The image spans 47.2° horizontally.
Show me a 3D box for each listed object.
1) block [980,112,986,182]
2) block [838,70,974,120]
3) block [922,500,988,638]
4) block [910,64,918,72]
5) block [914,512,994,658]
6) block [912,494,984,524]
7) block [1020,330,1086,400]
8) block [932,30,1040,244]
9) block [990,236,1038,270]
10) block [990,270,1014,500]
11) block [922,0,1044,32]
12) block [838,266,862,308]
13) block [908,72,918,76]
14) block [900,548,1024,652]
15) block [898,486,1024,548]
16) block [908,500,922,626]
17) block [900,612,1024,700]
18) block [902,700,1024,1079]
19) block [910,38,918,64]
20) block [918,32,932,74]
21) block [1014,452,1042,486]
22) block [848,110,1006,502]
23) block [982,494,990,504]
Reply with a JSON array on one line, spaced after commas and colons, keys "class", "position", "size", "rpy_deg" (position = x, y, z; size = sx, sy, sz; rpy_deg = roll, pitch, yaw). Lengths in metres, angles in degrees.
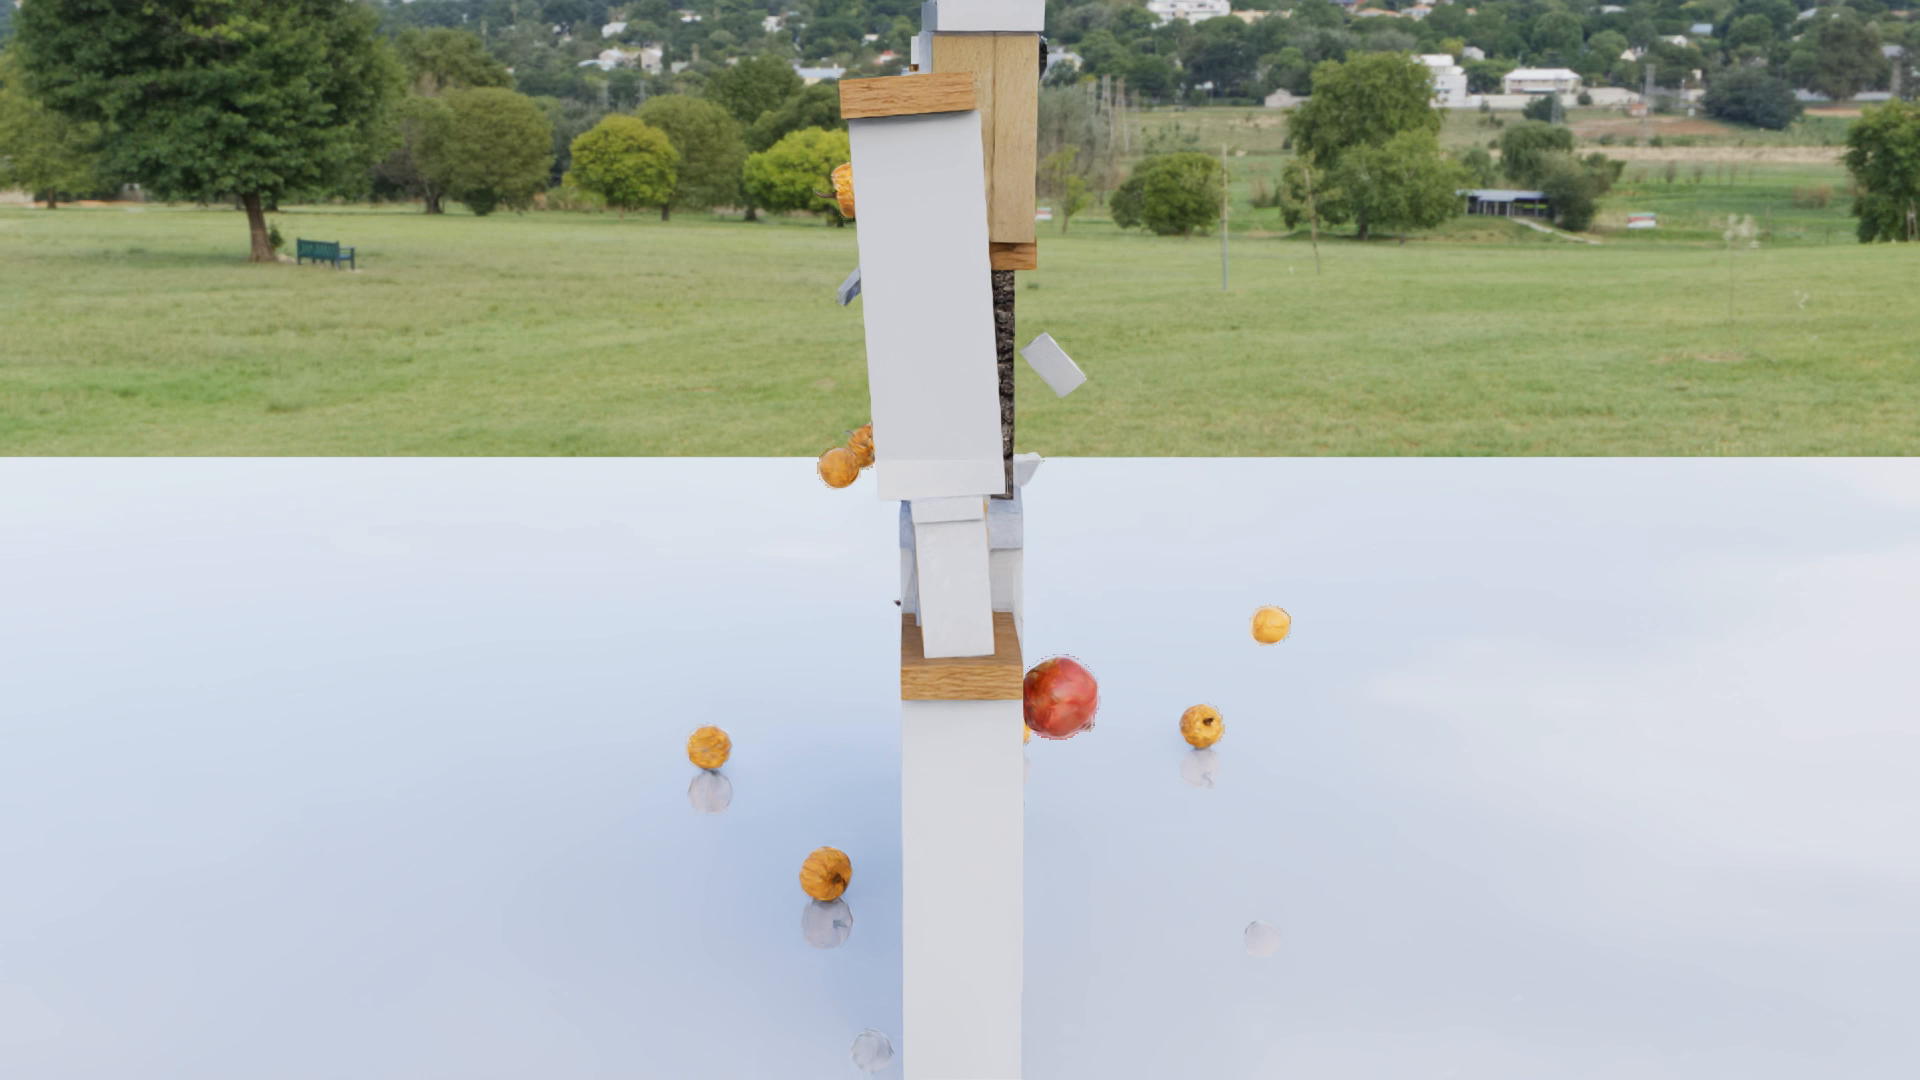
[{"class": "block", "position": [-0.045, -0.414, 3.002], "size": [0.163, 0.327, 0.046], "rpy_deg": [-4, 11, -5]}, {"class": "block", "position": [-0.066, -0.574, 2.844], "size": [0.163, 0.046, 0.327], "rpy_deg": [-4, 11, 0]}, {"class": "block", "position": [-0.007, 0.039, 2.962], "size": [0.091, 0.182, 0.026], "rpy_deg": [-1, 11, -1]}, {"class": "block", "position": [-0.008, -0.682, 3.926], "size": [0.162, 0.324, 0.046], "rpy_deg": [0, 11, -1]}, {"class": "block", "position": [-0.007, 0.059, 2.840], "size": [0.091, 0.182, 0.026], "rpy_deg": [-4, 11, 2]}, {"class": "block", "position": [-0.016, -0.054, 2.881], "size": [0.091, 0.026, 0.182], "rpy_deg": [-4, 11, 0]}, {"class": "block", "position": [0.151, -0.283, 3.564], "size": [0.053, 0.106, 0.015], "rpy_deg": [-37, 26, 15]}, {"class": "block", "position": [0.033, -0.558, 3.055], "size": [0.144, 0.288, 0.041], "rpy_deg": [-1, 23, -3]}, {"class": "block", "position": [0.016, -0.440, 3.290], "size": [0.167, 0.047, 0.334], "rpy_deg": [-1, 11, -4]}, {"class": "block", "position": [-0.005, -0.227, 3.202], "size": [0.167, 0.334, 0.047], "rpy_deg": [0, 11, 2]}, {"class": "block", "position": [0.028, -0.737, 3.095], "size": [0.144, 0.041, 0.288], "rpy_deg": [-1, 13, -5]}, {"class": "block", "position": [-0.155, -0.424, 3.519], "size": [0.015, 0.106, 0.053], "rpy_deg": [39, -14, 10]}, {"class": "block", "position": [-0.006, -0.760, 3.694], "size": [0.151, 0.043, 0.301], "rpy_deg": [0, 11, 1]}, {"class": "block", "position": [0.003, 0.224, 3.202], "size": [0.175, 0.452, 0.050], "rpy_deg": [0, 10, 0]}, {"class": "block", "position": [0.003, -0.045, 3.271], "size": [0.176, 0.050, 0.351], "rpy_deg": [0, 11, 0]}, {"class": "block", "position": [-0.021, -0.051, 3.011], "size": [0.097, 0.336, 0.028], "rpy_deg": [-3, 10, 1]}, {"class": "block", "position": [-0.001, 0.154, 2.966], "size": [0.157, 0.045, 0.315], "rpy_deg": [0, 11, -1]}, {"class": "block", "position": [0.004, 0.458, 2.914], "size": [0.158, 0.535, 0.045], "rpy_deg": [0, 10, 0]}, {"class": "block", "position": [-0.004, -0.884, 3.999], "size": [0.162, 0.046, 0.324], "rpy_deg": [0, 10, 0]}, {"class": "block", "position": [0.014, -0.601, 3.242], "size": [0.144, 0.288, 0.041], "rpy_deg": [2, 12, 12]}, {"class": "block", "position": [0.070, -0.102, 3.302], "size": [0.106, 0.053, 0.015], "rpy_deg": [-9, 49, -41]}, {"class": "block", "position": [-0.040, -0.295, 2.789], "size": [0.163, 0.483, 0.046], "rpy_deg": [-4, 12, 2]}, {"class": "block", "position": [-0.011, -0.145, 3.129], "size": [0.097, 0.194, 0.028], "rpy_deg": [-4, 10, 1]}]
